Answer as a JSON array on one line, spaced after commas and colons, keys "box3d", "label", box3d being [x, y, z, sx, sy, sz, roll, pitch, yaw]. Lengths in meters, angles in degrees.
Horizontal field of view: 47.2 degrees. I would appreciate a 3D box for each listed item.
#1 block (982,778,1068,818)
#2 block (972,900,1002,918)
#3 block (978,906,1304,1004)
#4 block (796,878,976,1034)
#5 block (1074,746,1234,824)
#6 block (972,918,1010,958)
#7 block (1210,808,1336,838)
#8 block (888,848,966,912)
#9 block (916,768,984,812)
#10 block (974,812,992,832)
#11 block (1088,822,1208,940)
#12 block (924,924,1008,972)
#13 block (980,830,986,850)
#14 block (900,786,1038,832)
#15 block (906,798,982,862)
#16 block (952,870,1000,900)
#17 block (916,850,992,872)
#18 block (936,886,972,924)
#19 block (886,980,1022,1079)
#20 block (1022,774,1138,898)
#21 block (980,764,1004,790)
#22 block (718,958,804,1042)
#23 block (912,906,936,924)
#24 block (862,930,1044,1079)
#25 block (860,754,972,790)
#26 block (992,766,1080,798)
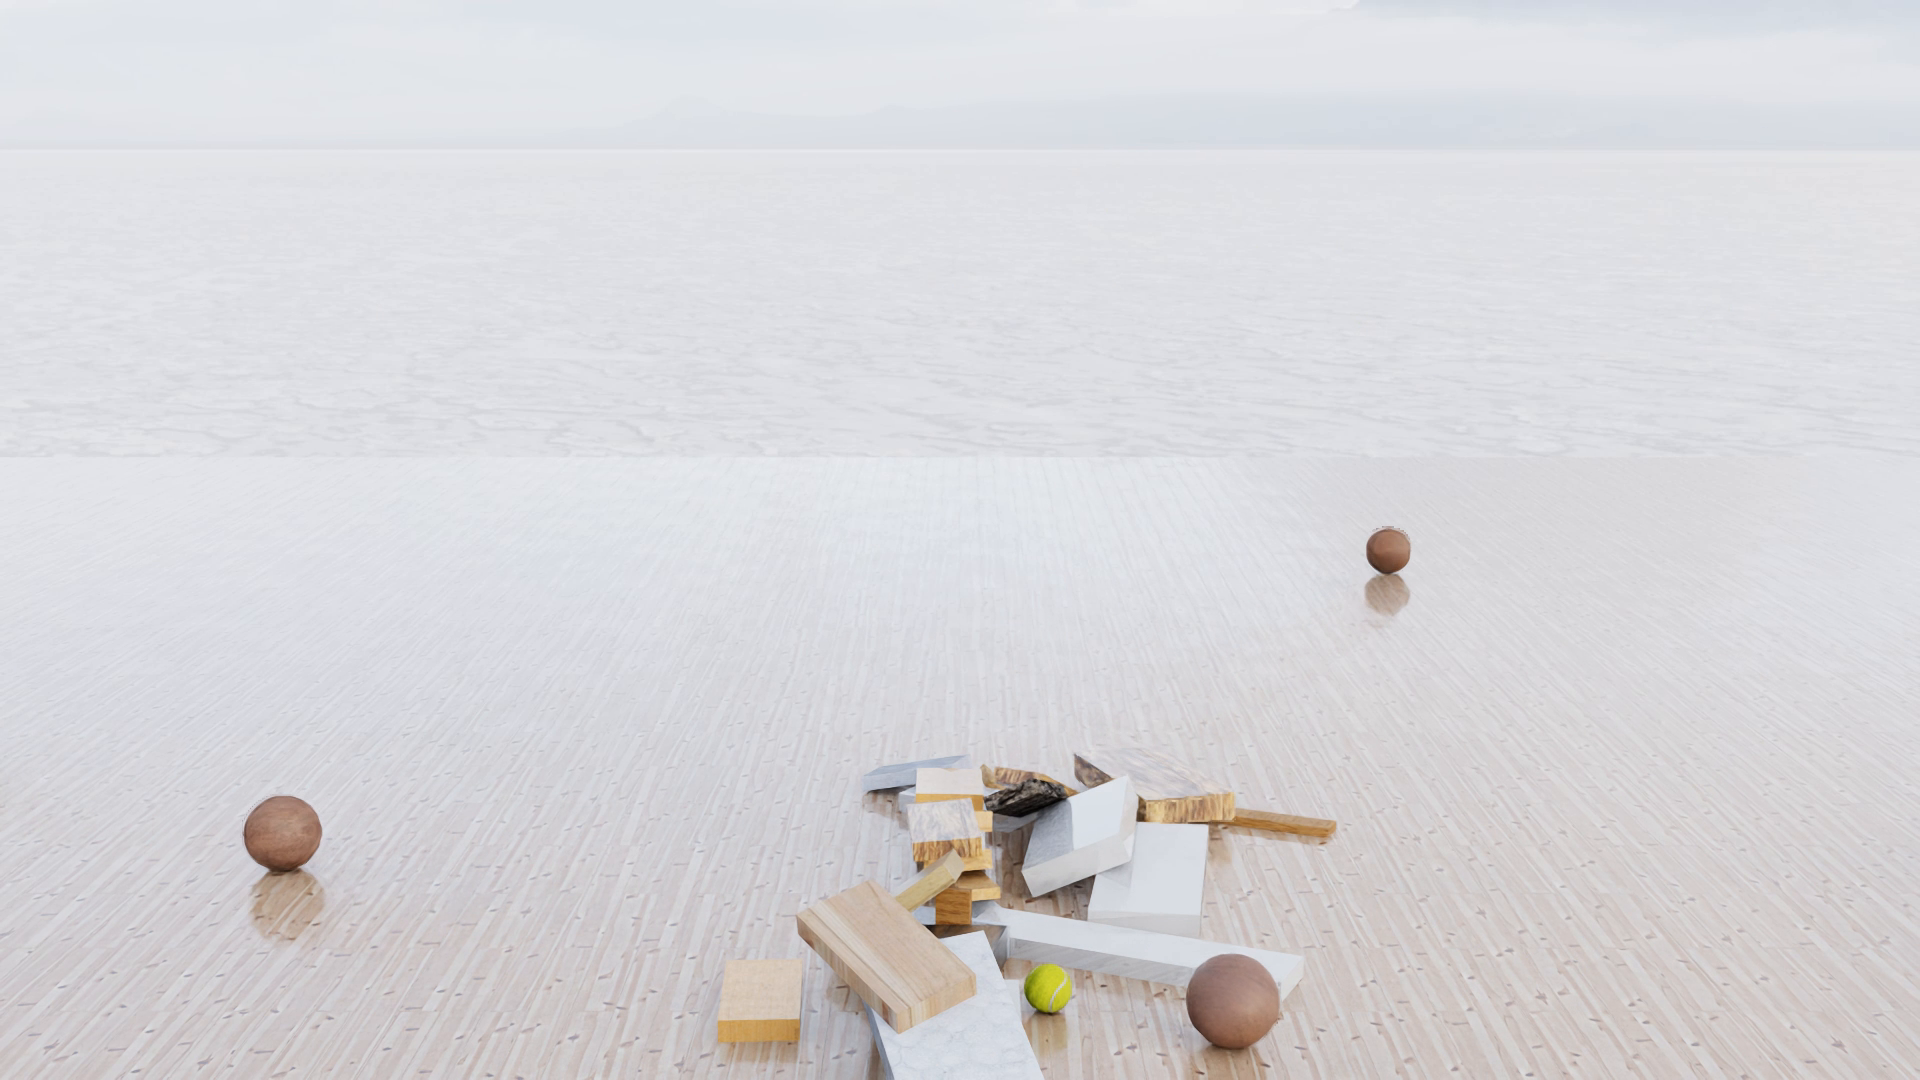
[{"box3d": [0.117, 0.459, 3.904, 0.096, 0.027, 0.193, -23, -16, 14], "label": "block"}, {"box3d": [0.024, 0.597, 3.580, 0.063, 0.018, 0.126, -4, 11, -21], "label": "block"}, {"box3d": [0.259, 0.631, 3.362, 0.514, 0.032, 0.114, 5, 12, 25], "label": "block"}, {"box3d": [-0.100, 0.550, 2.928, 0.124, 0.035, 0.248, -21, 35, -29], "label": "block"}, {"box3d": [0.360, 0.460, 4.137, 0.175, 0.050, 0.350, -3, 10, -19], "label": "block"}, {"box3d": [0.025, 0.613, 3.395, 0.107, 0.054, 0.015, 5, 6, 24], "label": "block"}, {"box3d": [0.499, 0.508, 4.060, 0.386, 0.016, 0.055, 5, 10, 25], "label": "block"}, {"box3d": [-0.100, 0.559, 3.360, 0.228, 0.032, 0.114, -36, -1, 9], "label": "block"}, {"box3d": [-0.019, 0.458, 4.028, 0.121, 0.034, 0.241, 1, 5, 0], "label": "block"}, {"box3d": [-0.016, 0.495, 3.862, 0.121, 0.034, 0.241, 2, -8, -5], "label": "block"}, {"box3d": [0.319, 0.565, 3.665, 0.175, 0.050, 0.458, 1, 11, 8], "label": "block"}, {"box3d": [-0.034, 0.608, 3.194, 0.179, 0.051, 0.358, 0, -2, 5], "label": "block"}, {"box3d": [-0.011, 0.517, 3.786, 0.110, 0.031, 0.221, 1, -8, 1], "label": "block"}, {"box3d": [0.020, 0.493, 4.098, 0.241, 0.034, 0.121, 7, 12, 32], "label": "block"}, {"box3d": [-0.028, 0.476, 3.625, 0.110, 0.031, 0.221, -4, 10, -3], "label": "block"}, {"box3d": [0.018, 0.558, 3.554, 0.063, 0.018, 0.126, -3, 5, -14], "label": "block"}, {"box3d": [-0.011, 0.536, 3.657, 0.110, 0.031, 0.220, -5, -8, -5], "label": "block"}, {"box3d": [-0.010, 0.588, 3.384, 0.054, 0.107, 0.015, 3, 9, 13], "label": "block"}, {"box3d": [-0.006, 0.690, 2.990, 0.179, 0.051, 0.358, 0, 11, 0], "label": "block"}, {"box3d": [0.211, 0.506, 3.791, 0.175, 0.050, 0.350, -23, 7, 10], "label": "block"}, {"box3d": [0.066, 0.466, 4.206, 0.055, 0.016, 0.111, 41, 4, -11], "label": "block"}, {"box3d": [-0.287, 0.664, 3.182, 0.114, 0.032, 0.228, -1, 11, -3], "label": "block"}, {"box3d": [-0.058, 0.612, 3.510, 0.054, 0.015, 0.107, 4, 11, 18], "label": "block"}, {"box3d": [-0.009, 0.652, 2.831, 0.179, 0.051, 0.358, -9, 31, -11], "label": "block"}, {"box3d": [-0.083, 0.447, 4.229, 0.193, 0.027, 0.096, -10, 3, 22], "label": "block"}, {"box3d": [0.144, 0.459, 4.074, 0.096, 0.027, 0.193, 6, -15, 27], "label": "block"}]
